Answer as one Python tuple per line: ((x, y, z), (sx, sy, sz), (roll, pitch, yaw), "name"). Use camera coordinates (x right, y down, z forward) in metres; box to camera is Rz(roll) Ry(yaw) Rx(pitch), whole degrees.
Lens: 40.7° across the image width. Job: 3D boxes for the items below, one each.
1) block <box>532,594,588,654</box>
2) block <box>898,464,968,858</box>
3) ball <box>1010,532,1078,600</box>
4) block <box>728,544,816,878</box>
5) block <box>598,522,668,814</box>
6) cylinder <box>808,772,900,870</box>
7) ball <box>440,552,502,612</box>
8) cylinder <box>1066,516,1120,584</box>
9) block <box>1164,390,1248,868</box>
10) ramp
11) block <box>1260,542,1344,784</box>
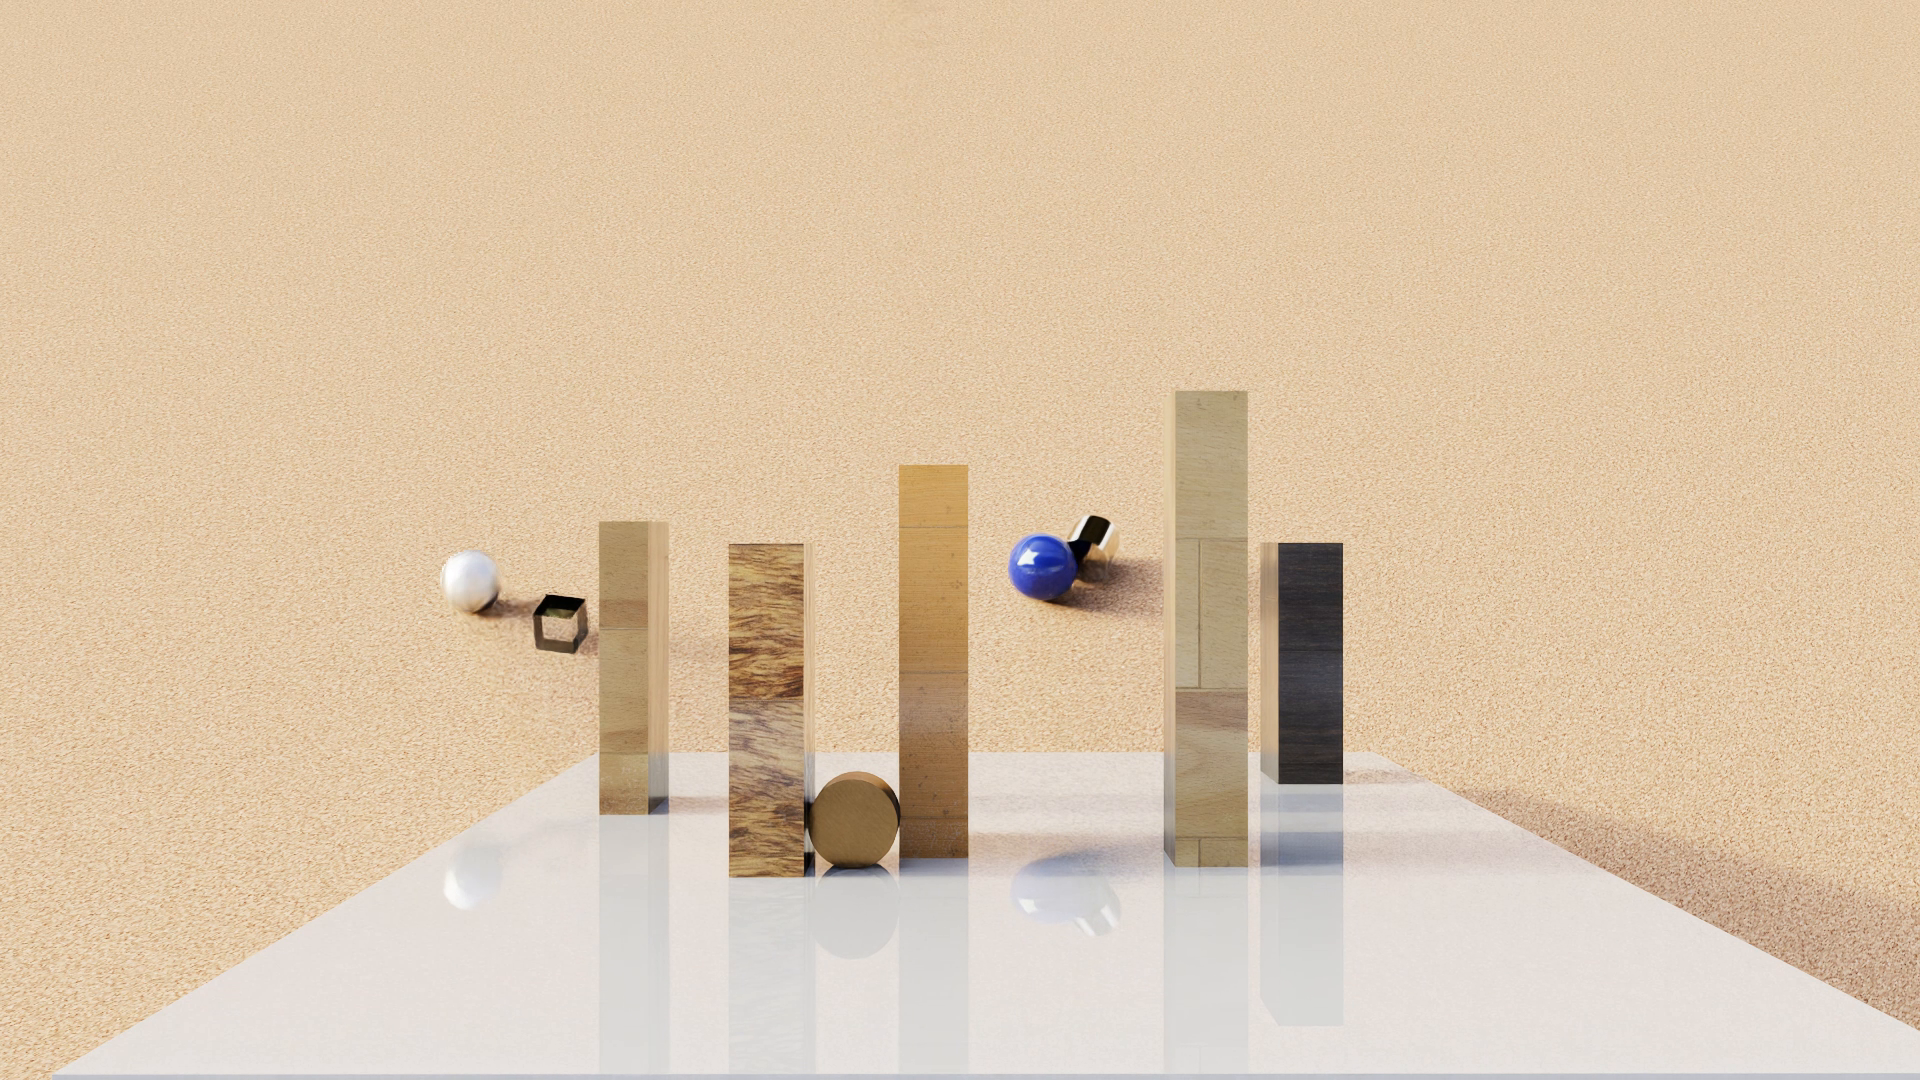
((-1.120, 0.236, 7.253), (0.114, 0.114, 0.114), (7, 31, 11), "block")
((-0.045, 0.209, 4.636), (0.119, 0.676, 0.377), (0, 0, 0), "block")
((0.240, 0.077, 7.448), (0.195, 0.195, 0.195), (0, 30, 0), "ball")
((-0.314, 0.276, 4.365), (0.122, 0.542, 0.342), (0, 0, 0), "block")
((-0.670, 0.255, 5.335), (0.098, 0.584, 0.371), (0, 0, 0), "block")
((-0.178, 0.472, 4.373), (0.150, 0.150, 0.150), (0, 0, 1), "cylinder")
((-1.396, 0.120, 7.396), (0.173, 0.173, 0.173), (0, 30, 0), "ball")
((0.379, 0.028, 7.580), (0.149, 0.149, 0.149), (8, 31, 14), "cylinder")
((0.420, 0.149, 4.448), (0.121, 0.797, 0.249), (0, 0, 0), "block")
((0.067, 0.597, 4.654), (2.000, 0.100, 4.000), (0, 0, 0), "ramp")
((0.784, 0.276, 5.957), (0.145, 0.540, 0.347), (0, 0, 0), "block")
